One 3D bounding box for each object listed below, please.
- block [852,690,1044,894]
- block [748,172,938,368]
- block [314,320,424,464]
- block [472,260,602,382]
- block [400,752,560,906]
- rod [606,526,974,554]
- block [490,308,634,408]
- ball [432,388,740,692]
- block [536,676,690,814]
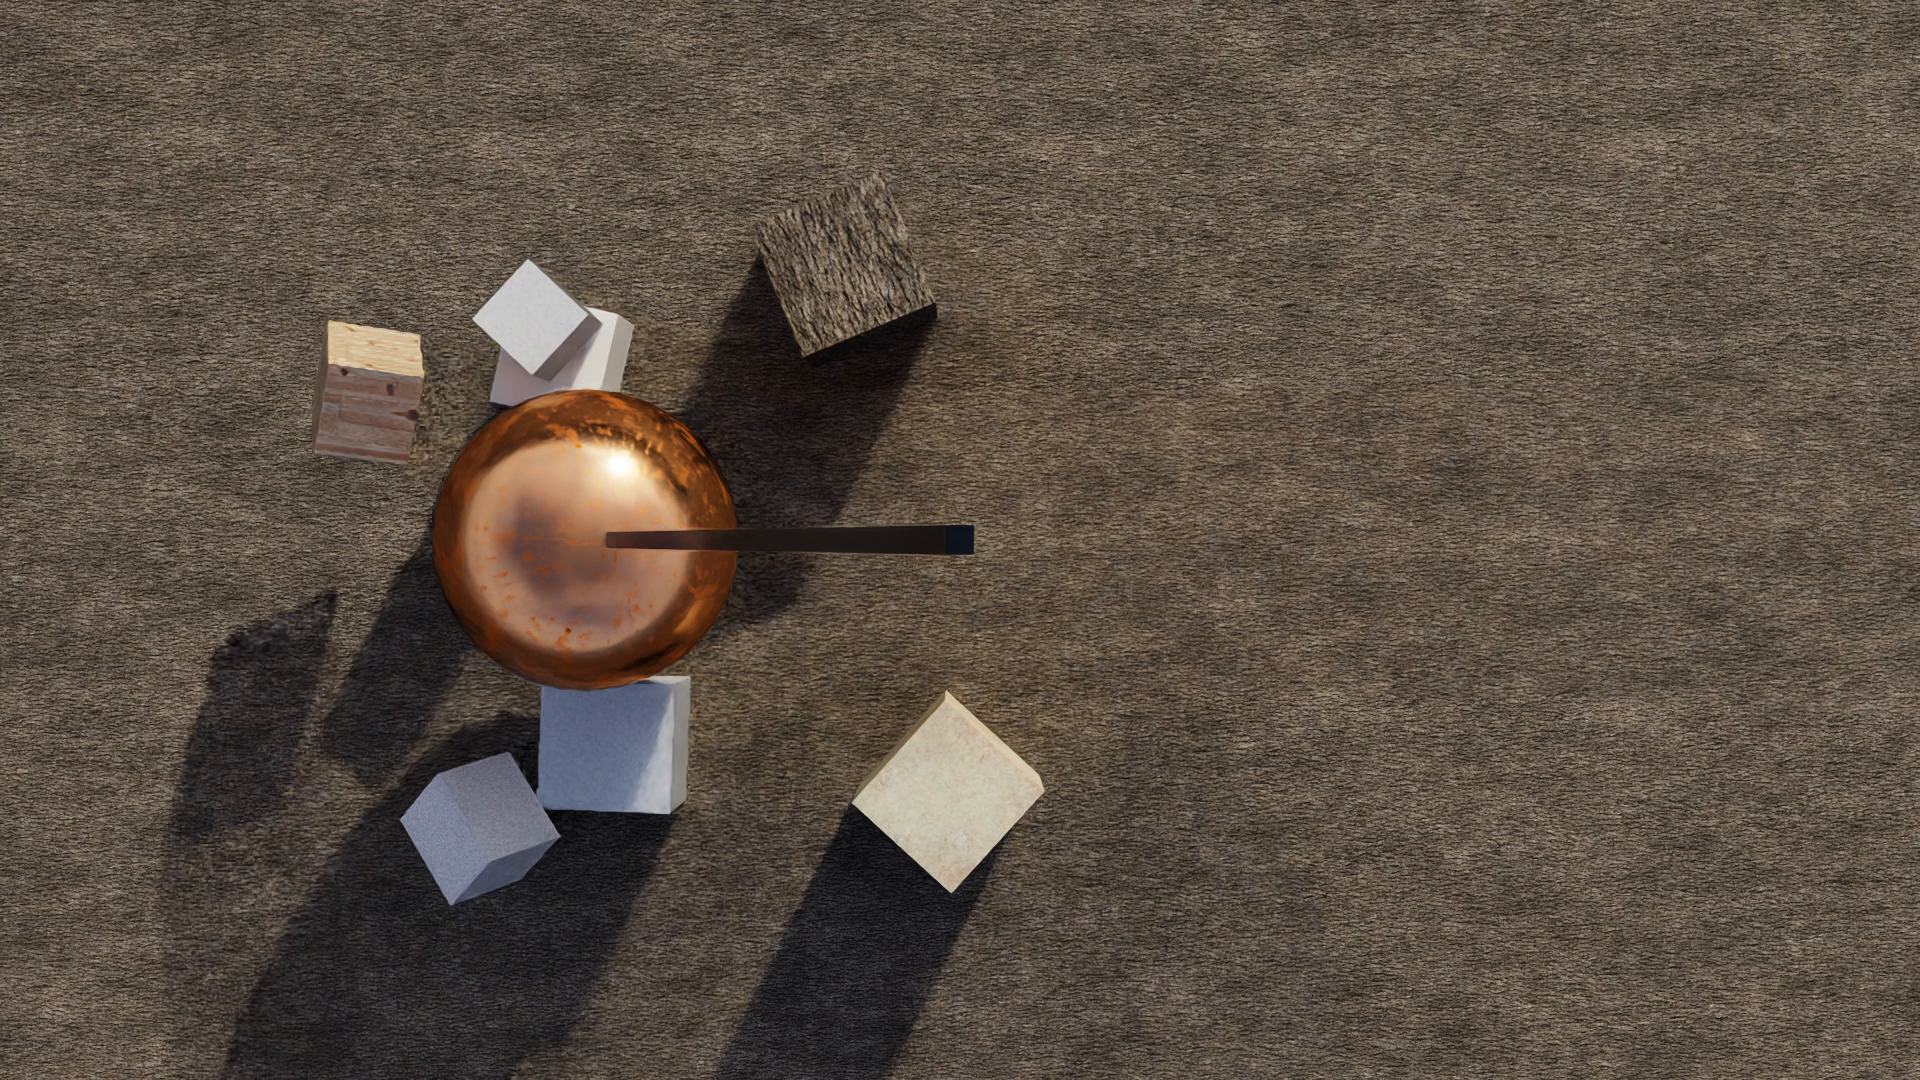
[{"bbox_3d":[-0.066,1.421,12.579,0.746,0.842,0.766,42,90,0],"label":"block"},{"bbox_3d":[-0.652,-1.526,12.586,0.799,0.829,0.785,-22,90,0],"label":"block"},{"bbox_3d":[-3.257,-0.812,12.094,0.497,0.577,0.534,7,117,-20],"label":"block"},{"bbox_3d":[-2.319,-1.203,12.113,0.444,0.510,0.445,43,90,0],"label":"block"},{"bbox_3d":[-2.663,1.598,12.208,0.490,0.499,0.576,-46,71,35],"label":"block"},{"bbox_3d":[-0.853,0.000,8.406,0.080,5.200,0.080,0,90,-19],"label":"rod"},{"bbox_3d":[-2.286,-1.026,12.684,0.598,0.632,0.639,13,90,0],"label":"block"},{"bbox_3d":[-1.969,0.000,11.617,1.600,1.600,1.600,0,90,0],"label":"ball"},{"bbox_3d":[-1.979,1.155,12.647,0.748,0.707,0.724,2,90,0],"label":"block"}]
